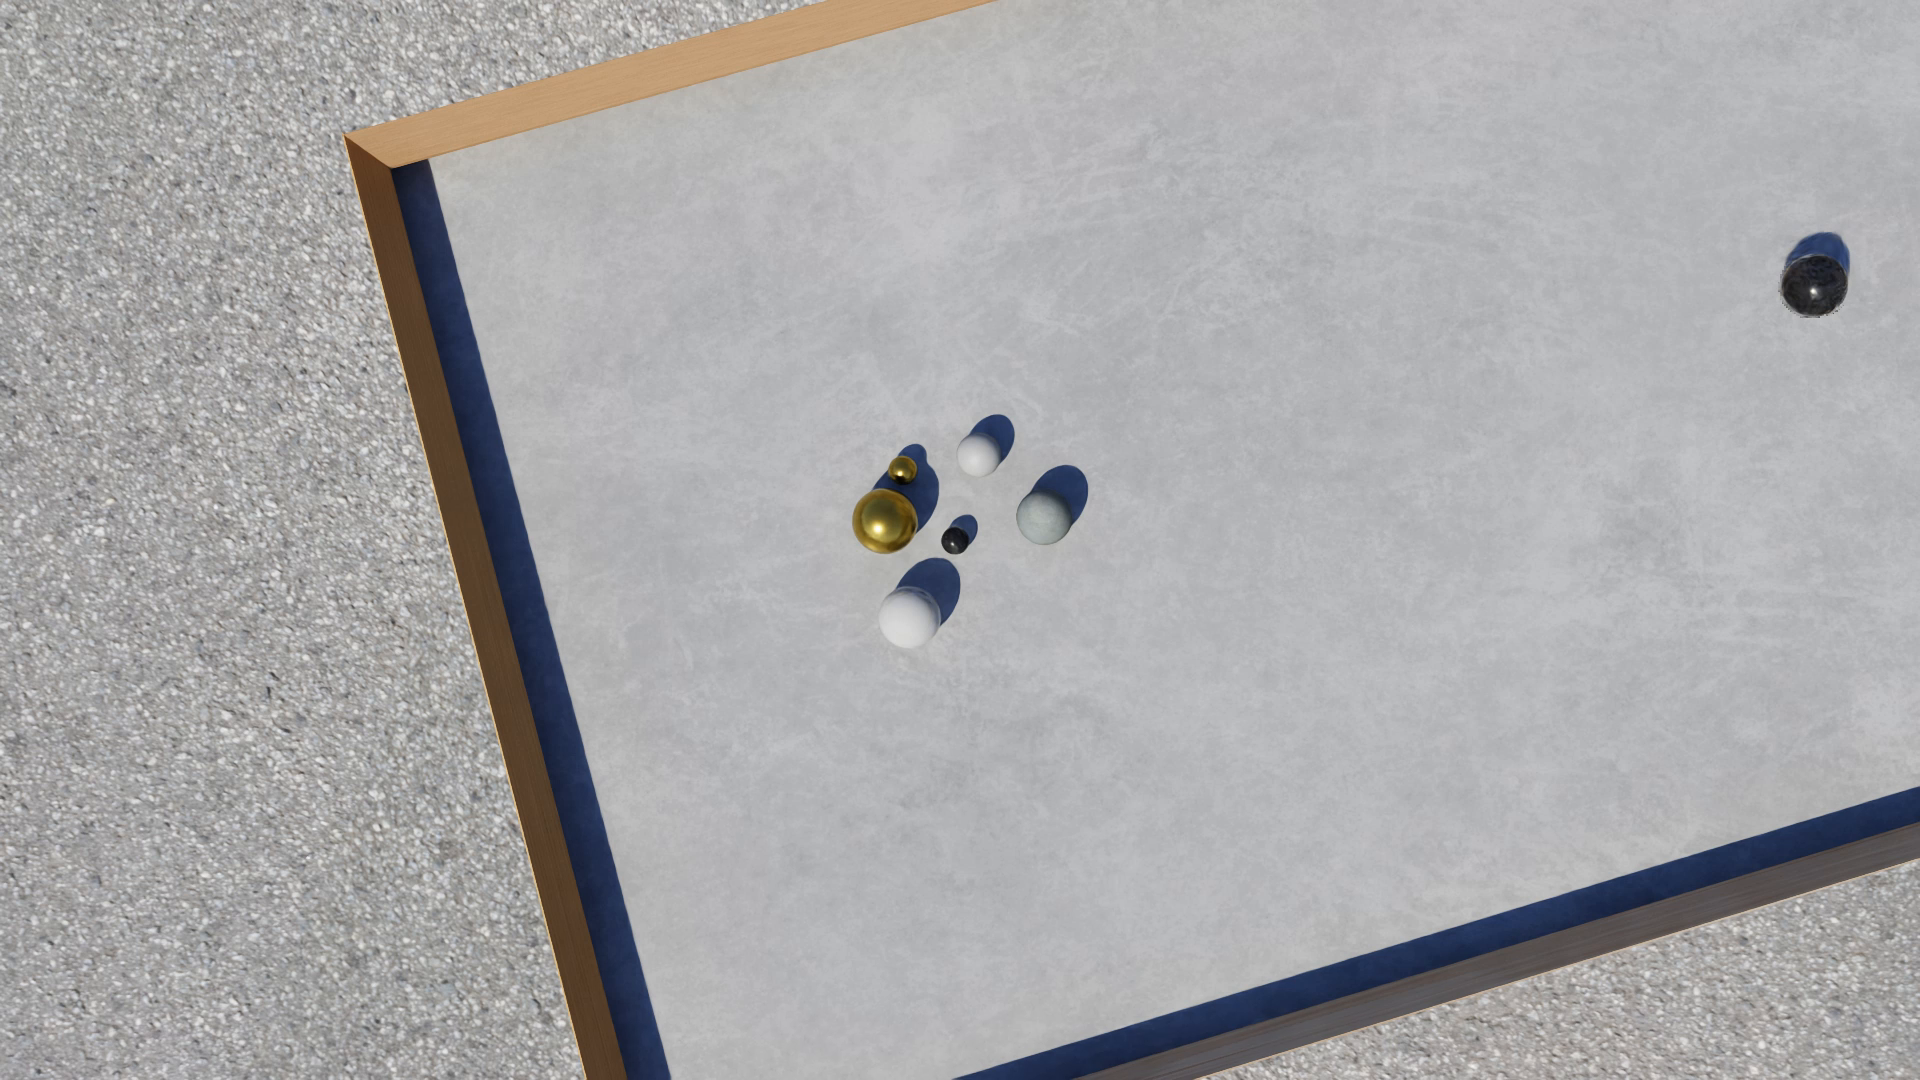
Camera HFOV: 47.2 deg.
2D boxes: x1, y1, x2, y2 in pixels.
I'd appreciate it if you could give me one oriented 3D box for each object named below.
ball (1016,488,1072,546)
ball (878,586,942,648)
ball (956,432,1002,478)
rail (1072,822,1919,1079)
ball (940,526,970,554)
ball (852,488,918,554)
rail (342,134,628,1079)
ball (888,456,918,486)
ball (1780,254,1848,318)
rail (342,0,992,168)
[{"bbox_3d":[0.126,-0.034,3.286,0.084,0.084,0.084,0,80,0],"label":"ball"},{"bbox_3d":[-0.075,0.114,3.254,0.093,0.093,0.093,0,80,0],"label":"ball"},{"bbox_3d":[0.028,-0.128,3.311,0.068,0.068,0.068,0,80,0],"label":"ball"},{"bbox_3d":[0.922,0.566,3.153,2.880,0.129,0.045,-16,80,-3],"label":"rail"},{"bbox_3d":[-0.007,0.001,3.301,0.043,0.043,0.043,0,80,0],"label":"ball"},{"bbox_3d":[-0.112,-0.028,3.277,0.099,0.099,0.099,0,80,0],"label":"ball"},{"bbox_3d":[-0.668,0.189,3.222,0.045,0.129,1.683,-16,80,-3],"label":"rail"},{"bbox_3d":[-0.086,-0.105,3.319,0.045,0.045,0.045,0,80,0],"label":"ball"},{"bbox_3d":[1.299,-0.387,3.344,0.096,0.096,0.096,0,80,0],"label":"ball"},{"bbox_3d":[0.459,-0.977,3.434,2.880,0.129,0.045,-16,80,-3],"label":"rail"}]
